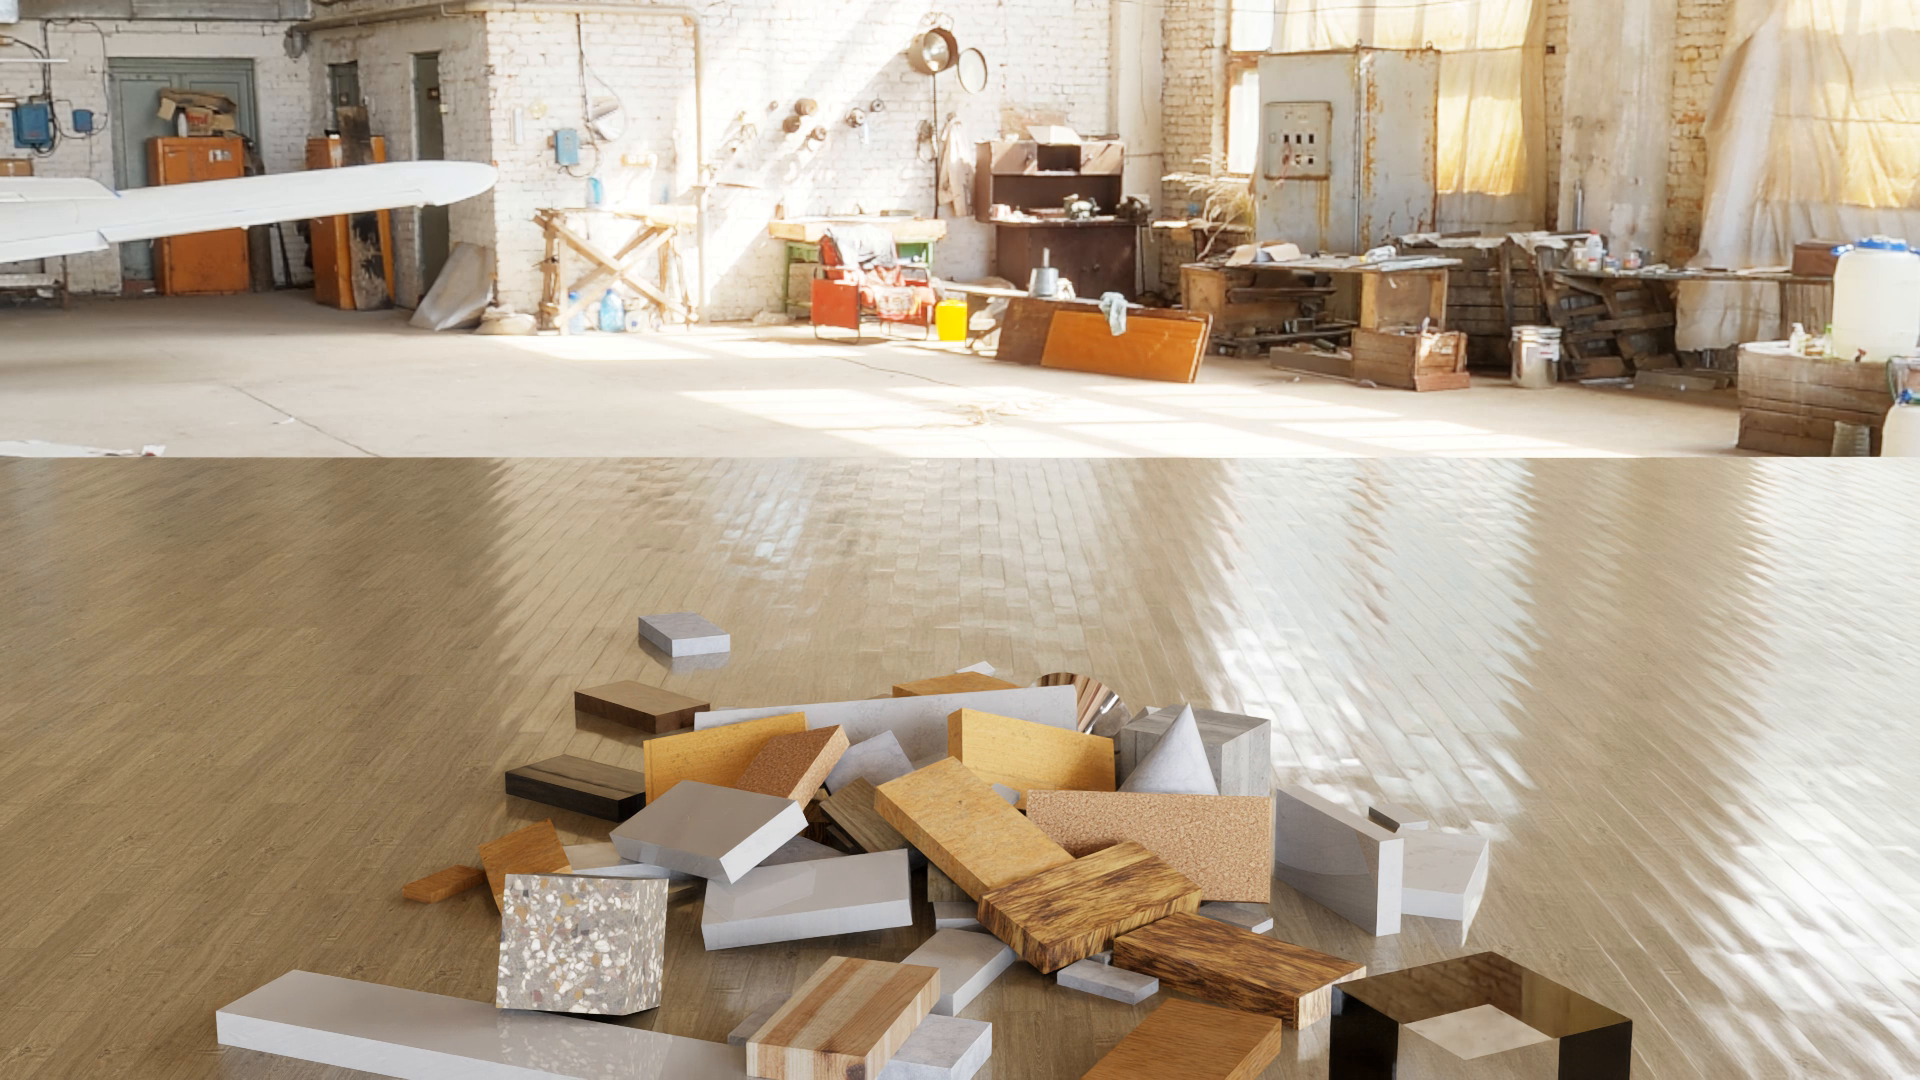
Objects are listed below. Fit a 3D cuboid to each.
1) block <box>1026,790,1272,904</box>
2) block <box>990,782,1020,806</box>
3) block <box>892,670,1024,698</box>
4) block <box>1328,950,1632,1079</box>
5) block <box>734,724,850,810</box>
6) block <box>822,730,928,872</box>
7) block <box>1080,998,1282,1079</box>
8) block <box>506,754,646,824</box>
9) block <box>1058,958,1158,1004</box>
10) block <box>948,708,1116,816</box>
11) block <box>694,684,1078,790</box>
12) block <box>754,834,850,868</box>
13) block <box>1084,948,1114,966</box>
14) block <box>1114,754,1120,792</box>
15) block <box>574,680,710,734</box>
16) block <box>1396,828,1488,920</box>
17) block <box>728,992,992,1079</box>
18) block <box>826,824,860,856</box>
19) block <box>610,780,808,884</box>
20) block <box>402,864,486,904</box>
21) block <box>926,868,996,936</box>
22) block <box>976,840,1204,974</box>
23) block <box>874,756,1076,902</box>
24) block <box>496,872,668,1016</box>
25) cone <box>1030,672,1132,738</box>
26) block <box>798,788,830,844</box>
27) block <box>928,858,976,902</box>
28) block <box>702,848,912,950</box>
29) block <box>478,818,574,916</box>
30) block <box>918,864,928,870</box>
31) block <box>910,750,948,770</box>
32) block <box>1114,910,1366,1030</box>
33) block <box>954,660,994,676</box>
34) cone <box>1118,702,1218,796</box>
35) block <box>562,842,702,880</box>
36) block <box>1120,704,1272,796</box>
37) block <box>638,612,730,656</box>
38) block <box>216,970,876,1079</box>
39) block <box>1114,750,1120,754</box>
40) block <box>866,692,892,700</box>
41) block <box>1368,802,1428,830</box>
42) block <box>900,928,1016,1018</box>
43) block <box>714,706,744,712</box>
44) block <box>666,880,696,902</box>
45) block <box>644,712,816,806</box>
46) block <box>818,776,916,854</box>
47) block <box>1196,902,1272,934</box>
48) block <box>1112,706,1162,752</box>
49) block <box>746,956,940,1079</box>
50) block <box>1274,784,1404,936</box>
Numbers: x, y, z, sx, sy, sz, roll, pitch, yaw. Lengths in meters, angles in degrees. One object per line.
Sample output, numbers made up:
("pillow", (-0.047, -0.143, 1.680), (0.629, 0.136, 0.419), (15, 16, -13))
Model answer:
("block", (0.308, 0.503, 3.617), (0.400, 0.169, 0.048), (0, -13, 13))
("block", (0.026, 0.462, 3.669), (0.050, 0.014, 0.191), (19, 33, 31))
("block", (0.005, 0.381, 4.260), (0.195, 0.195, 0.195), (-8, 13, -36))
("block", (0.610, 0.663, 2.606), (0.245, 0.245, 0.245), (-5, 12, -27))
("block", (-0.317, 0.426, 3.819), (0.149, 0.042, 0.297), (-13, 21, 27))
("block", (-0.132, 0.462, 3.818), (0.148, 0.042, 0.297), (-22, 39, -11))
("block", (0.293, 0.703, 2.929), (0.167, 0.047, 0.333), (5, 12, 27))
("block", (-0.704, 0.471, 4.189), (0.306, 0.043, 0.153), (8, 13, 36))
("block", (0.219, 0.655, 3.265), (0.135, 0.019, 0.068), (8, 13, 36))
("block", (0.128, 0.407, 3.863), (0.326, 0.163, 0.046), (14, -28, -30))
("block", (-0.140, 0.373, 4.074), (0.717, 0.153, 0.043), (-5, -27, 8))
("block", (-0.245, 0.559, 3.667), (0.297, 0.042, 0.148), (14, 16, 40))
("block", (0.188, 0.629, 3.406), (0.135, 0.019, 0.067), (8, 13, 38))
("block", (0.362, 0.442, 4.142), (0.262, 0.114, 0.032), (-11, -7, -46))
("block", (-0.693, 0.362, 4.785), (0.146, 0.041, 0.292), (-10, 15, -44))
("block", (0.792, 0.560, 3.709), (0.156, 0.044, 0.312), (4, 11, 20))
("block", (-0.136, 0.690, 3.007), (0.323, 0.046, 0.162), (4, 11, 20))
("block", (-0.077, 0.481, 3.893), (0.300, 0.037, 0.131), (-23, 16, -17))
("block", (-0.421, 0.480, 3.649), (0.169, 0.048, 0.338), (-35, 22, -34))
("block", (-0.864, 0.577, 3.689), (0.065, 0.018, 0.130), (6, 12, 31))
("block", (0.014, 0.589, 3.579), (0.122, 0.034, 0.243), (-1, 11, -4))
("block", (0.204, 0.568, 3.429), (0.326, 0.046, 0.163), (-13, 31, -38))
("block", (0.024, 0.480, 3.576), (0.163, 0.046, 0.326), (-18, 39, -35))
("block", (-0.535, 0.572, 3.133), (0.183, 0.183, 0.183), (2, -8, 8))
("cone", (0.194, 0.421, 4.297), (0.231, 0.231, 0.231), (5, 38, 24))
("block", (-0.286, 0.489, 4.100), (0.146, 0.041, 0.370), (0, 11, 0))
("block", (0.009, 0.510, 3.630), (0.122, 0.034, 0.243), (0, 27, 0))
("block", (-0.240, 0.567, 3.478), (0.323, 0.046, 0.162), (-7, 21, 1))
("block", (-0.729, 0.546, 3.697), (0.131, 0.037, 0.262), (-21, 16, -13))
("block", (0.006, 0.528, 3.902), (0.132, 0.037, 0.264), (3, 11, 14))
("block", (-0.021, 0.413, 3.934), (0.228, 0.032, 0.114), (-18, 15, -1))
("block", (0.414, 0.638, 3.281), (0.338, 0.048, 0.169), (10, 14, 42))
("block", (-0.012, 0.344, 4.464), (0.029, 0.208, 0.104), (40, 29, 23))
("cone", (0.362, 0.409, 3.720), (0.290, 0.290, 0.290), (8, 16, -2))
("block", (-0.553, 0.552, 3.772), (0.262, 0.037, 0.131), (-3, 11, -17))
("block", (0.427, 0.430, 3.982), (0.201, 0.201, 0.201), (7, 12, 32))
("block", (-0.689, 0.233, 5.479), (0.146, 0.041, 0.292), (-5, 12, -24))
("block", (-0.572, 0.696, 2.967), (0.932, 0.047, 0.166), (4, 11, 22))
("block", (0.209, 0.462, 4.113), (0.132, 0.037, 0.264), (5, 22, 36))
("block", (-0.102, 0.362, 4.656), (0.208, 0.029, 0.104), (8, 13, 37))
("block", (0.806, 0.511, 4.050), (0.058, 0.016, 0.115), (-4, 11, -19))
("block", (-0.018, 0.644, 3.286), (0.121, 0.034, 0.243), (4, 11, 23))
("block", (-0.504, 0.385, 4.723), (0.065, 0.018, 0.130), (2, 11, 11))
("block", (-0.495, 0.587, 3.648), (0.050, 0.014, 0.100), (10, 15, 44))
("block", (-0.425, 0.419, 4.044), (0.306, 0.153, 0.043), (-11, -33, 4))
("block", (-0.152, 0.481, 3.745), (0.092, 0.026, 0.184), (-31, 42, -21))
("block", (0.437, 0.608, 3.527), (0.115, 0.016, 0.058), (9, 14, 41))
("block", (0.416, 0.387, 4.294), (0.234, 0.117, 0.033), (13, 43, -38))
("block", (-0.152, 0.648, 2.974), (0.162, 0.046, 0.323), (3, 11, 16))
("block", (0.617, 0.522, 3.609), (0.044, 0.156, 0.312), (-4, 11, -22))
